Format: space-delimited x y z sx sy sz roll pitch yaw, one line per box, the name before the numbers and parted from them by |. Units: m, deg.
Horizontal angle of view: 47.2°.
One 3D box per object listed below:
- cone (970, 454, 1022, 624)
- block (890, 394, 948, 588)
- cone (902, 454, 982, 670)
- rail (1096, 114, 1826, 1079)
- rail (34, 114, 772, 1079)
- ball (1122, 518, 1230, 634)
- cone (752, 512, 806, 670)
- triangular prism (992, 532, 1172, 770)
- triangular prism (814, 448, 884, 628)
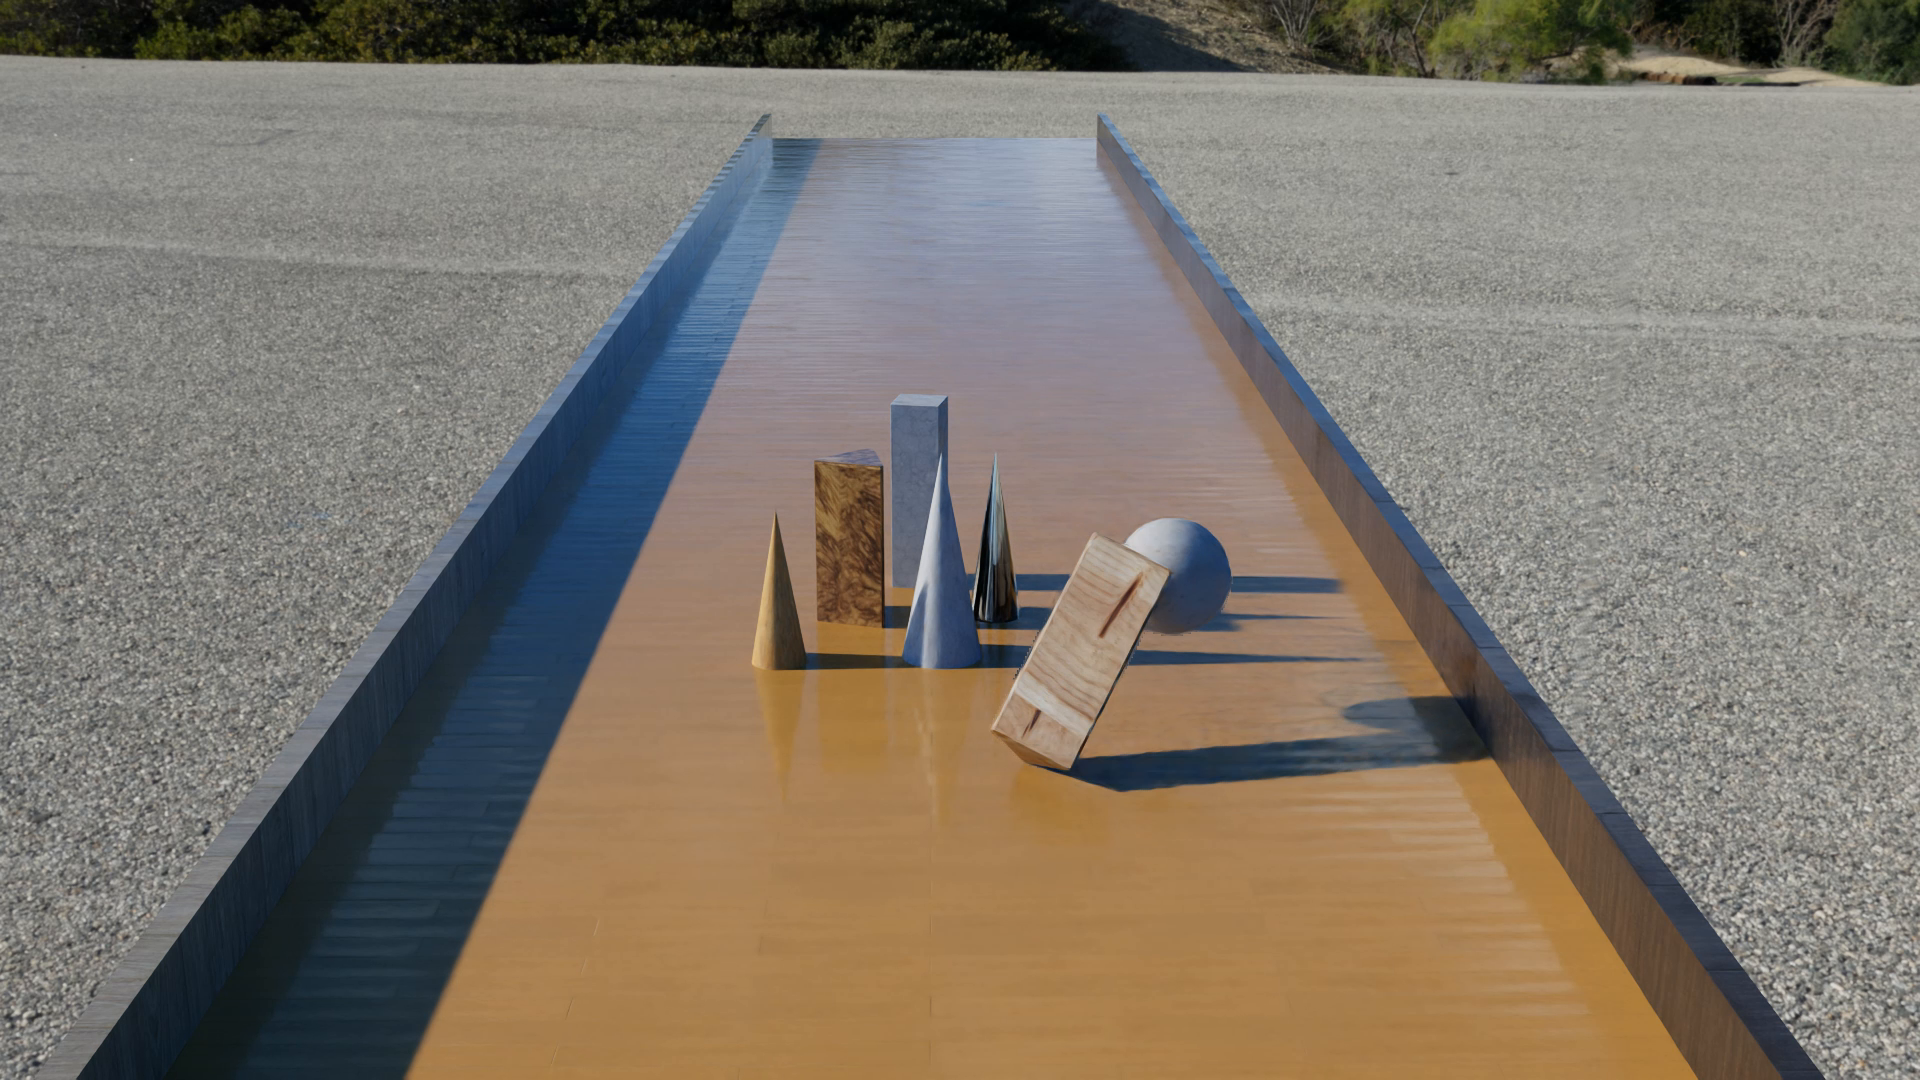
cone | 0.074 -0.014 4.640 0.113 0.361 0.113 0 17 0
block | -0.089 -0.106 4.856 0.106 0.415 0.106 3 17 10
cone | -0.036 0.030 4.381 0.161 0.425 0.161 0 17 0
rail | 0.932 -0.844 7.801 0.050 0.150 12.000 0 17 -1
rail | -1.118 -0.838 7.780 0.050 0.150 12.000 0 17 -1
ball | 0.391 0.066 4.057 0.215 0.215 0.215 0 17 0
cone | -0.362 0.091 4.366 0.111 0.317 0.111 0 17 0
triangular prism | 0.210 0.207 3.885 0.153 0.399 0.132 27 -15 4
triangular prism | -0.210 -0.008 4.640 0.152 0.350 0.131 6 17 18
